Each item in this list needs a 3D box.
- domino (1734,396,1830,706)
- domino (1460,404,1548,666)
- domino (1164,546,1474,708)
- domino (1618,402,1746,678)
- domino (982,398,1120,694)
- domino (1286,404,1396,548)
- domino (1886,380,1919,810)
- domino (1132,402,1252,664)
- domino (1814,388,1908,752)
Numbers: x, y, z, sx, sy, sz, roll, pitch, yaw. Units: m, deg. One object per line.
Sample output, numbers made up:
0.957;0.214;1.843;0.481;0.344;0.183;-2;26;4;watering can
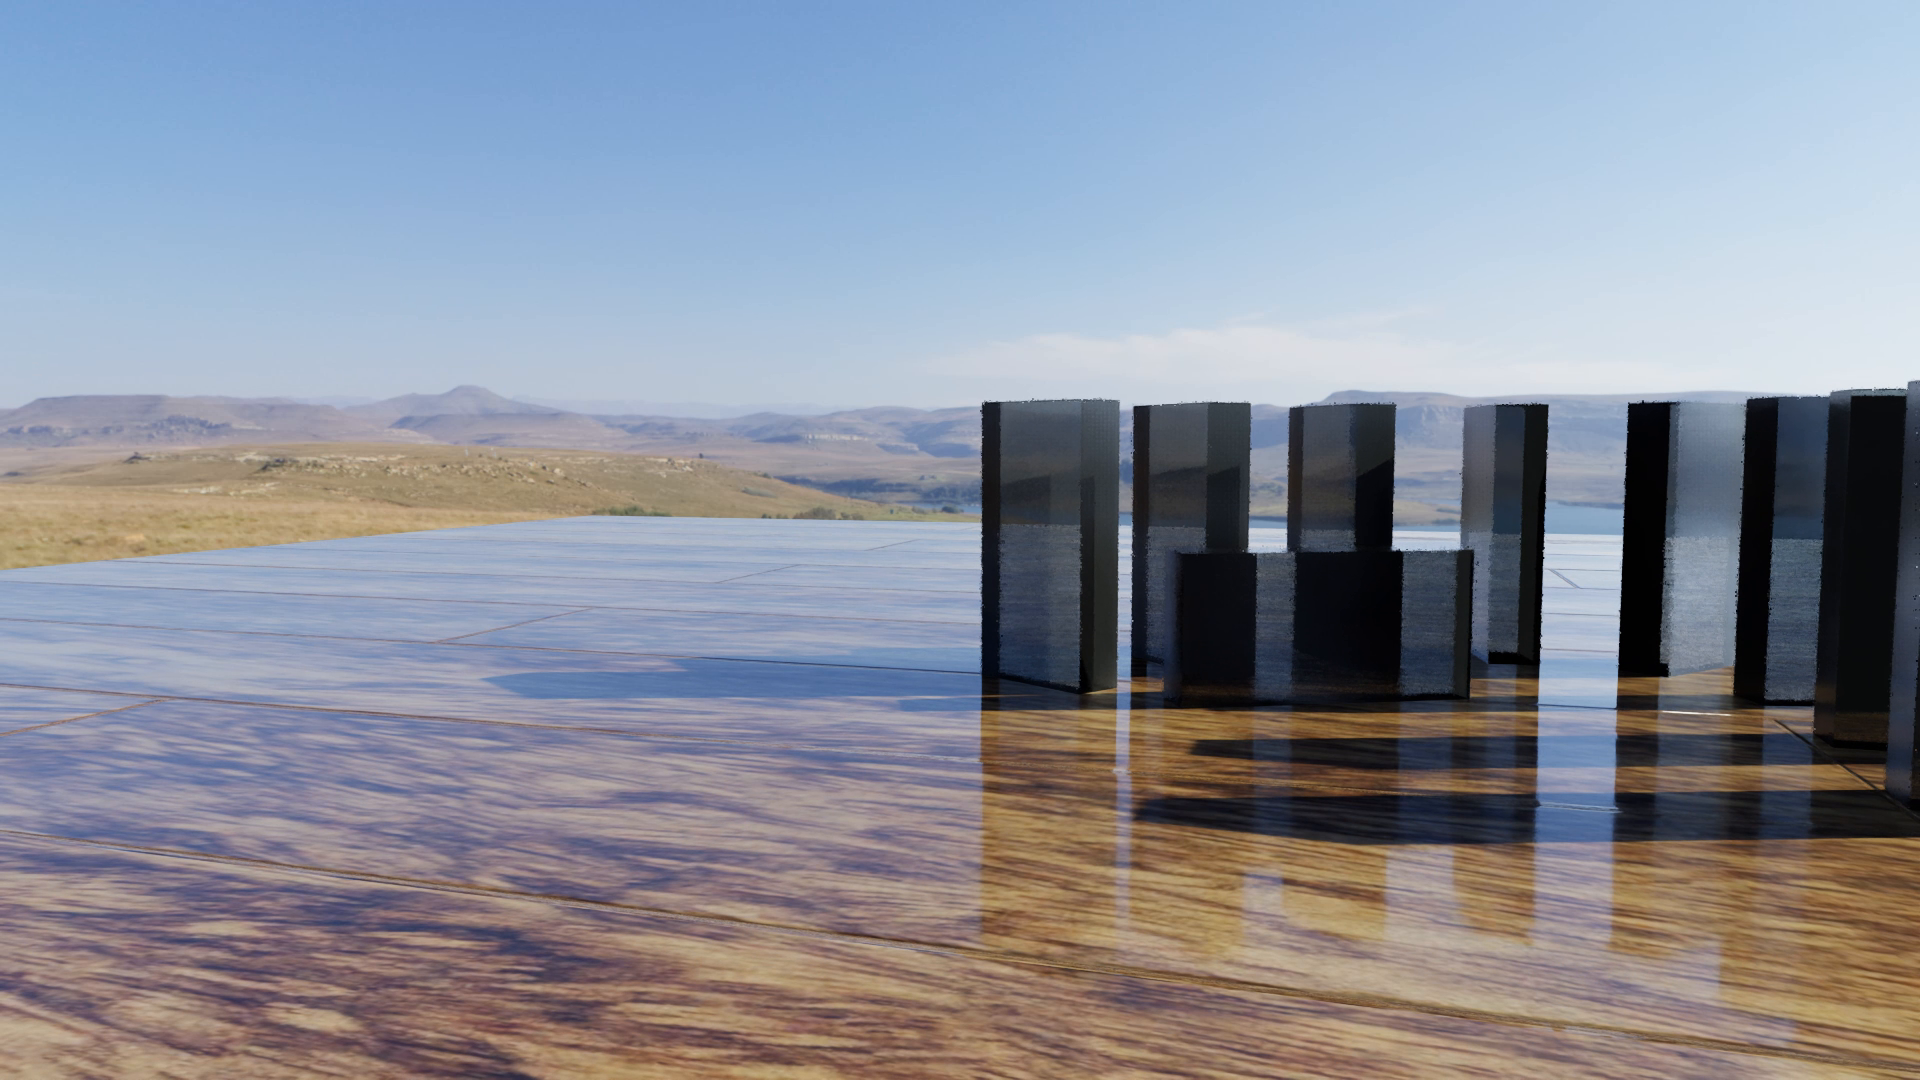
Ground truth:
0.144;0.002;0.211;0.025;0.050;0.010;0;4;4;domino
0.109;-0.002;0.258;0.010;0.050;0.025;1;4;8;domino
0.060;0.014;0.214;0.050;0.025;0.010;-1;4;-9;domino
0.137;-0.001;0.243;0.025;0.050;0.009;-3;5;-33;domino
0.016;0.000;0.229;0.009;0.050;0.025;-4;6;-40;domino
0.076;-0.002;0.257;0.010;0.050;0.025;-1;4;-12;domino
0.124;0.007;0.147;0.025;0.050;0.010;2;5;22;domino
0.044;-0.001;0.246;0.009;0.050;0.025;-2;5;-24;domino
0.136;0.004;0.178;0.025;0.050;0.009;1;5;19;domino
